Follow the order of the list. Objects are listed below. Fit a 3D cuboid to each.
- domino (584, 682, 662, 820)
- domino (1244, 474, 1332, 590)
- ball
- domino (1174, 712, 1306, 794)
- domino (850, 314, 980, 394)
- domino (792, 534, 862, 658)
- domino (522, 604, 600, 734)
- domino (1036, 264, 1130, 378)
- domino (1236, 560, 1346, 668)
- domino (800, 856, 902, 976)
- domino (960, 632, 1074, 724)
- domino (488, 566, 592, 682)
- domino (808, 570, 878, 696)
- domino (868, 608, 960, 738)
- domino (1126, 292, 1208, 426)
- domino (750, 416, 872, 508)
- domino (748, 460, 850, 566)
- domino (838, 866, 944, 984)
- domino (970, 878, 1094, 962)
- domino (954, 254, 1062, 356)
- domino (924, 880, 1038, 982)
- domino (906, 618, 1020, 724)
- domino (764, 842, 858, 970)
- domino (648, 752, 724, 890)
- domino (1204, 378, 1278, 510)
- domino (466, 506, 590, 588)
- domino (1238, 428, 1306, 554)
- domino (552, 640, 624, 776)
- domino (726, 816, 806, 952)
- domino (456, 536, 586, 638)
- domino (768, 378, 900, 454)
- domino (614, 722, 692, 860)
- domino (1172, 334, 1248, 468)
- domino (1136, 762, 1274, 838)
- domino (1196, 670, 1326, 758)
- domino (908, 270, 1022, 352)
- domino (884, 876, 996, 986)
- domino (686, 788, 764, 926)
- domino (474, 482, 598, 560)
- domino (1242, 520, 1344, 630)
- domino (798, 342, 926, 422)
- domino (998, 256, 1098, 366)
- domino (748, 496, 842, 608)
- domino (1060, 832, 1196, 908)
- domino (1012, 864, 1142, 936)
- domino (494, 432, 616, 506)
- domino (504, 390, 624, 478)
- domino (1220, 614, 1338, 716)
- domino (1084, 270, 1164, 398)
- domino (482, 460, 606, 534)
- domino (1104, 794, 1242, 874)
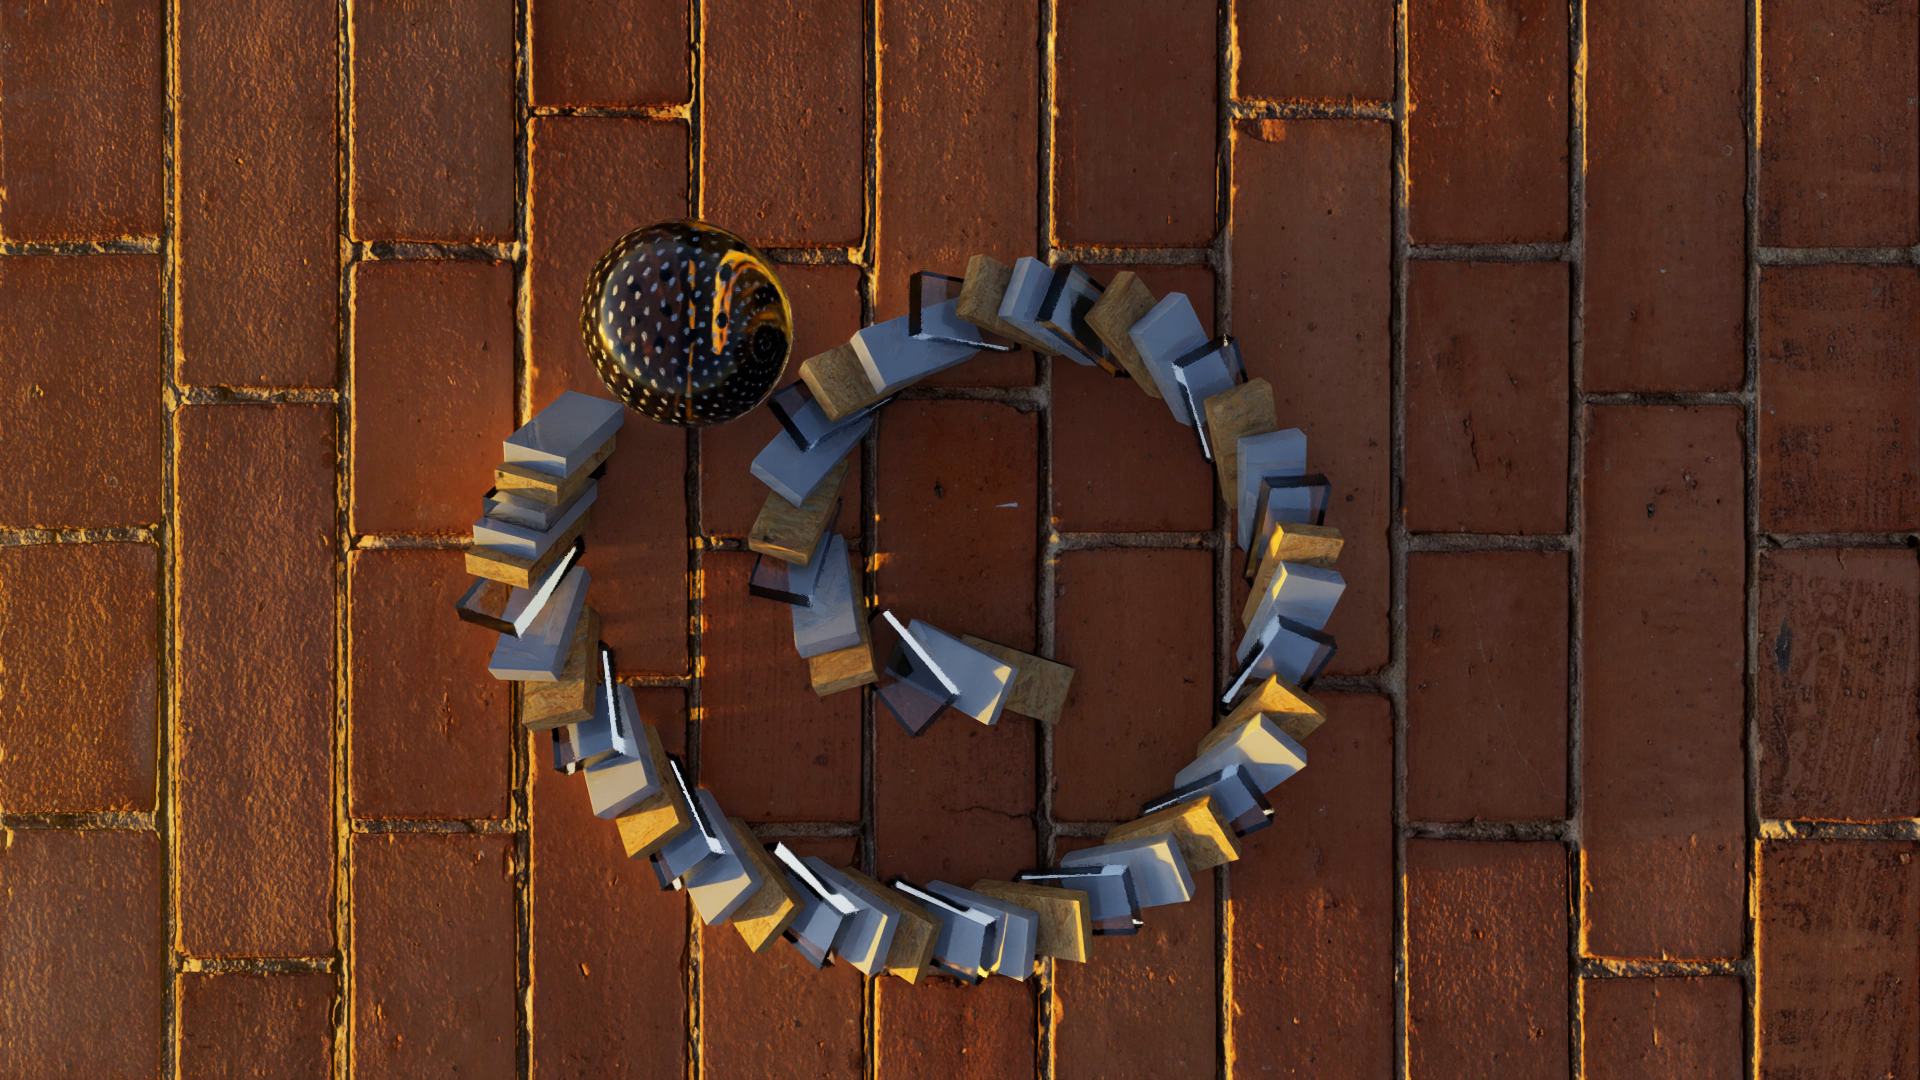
[{"bbox_3d":[-0.145,0.087,0.383,0.025,0.009,0.050,-31,59,1],"label":"domino"},{"bbox_3d":[0.136,-0.003,0.382,0.025,0.009,0.050,-3,124,-3],"label":"domino"},{"bbox_3d":[-0.106,-0.084,0.360,0.080,0.080,0.080,0,90,0],"label":"ball"},{"bbox_3d":[0.116,0.096,0.382,0.025,0.010,0.050,40,121,-2],"label":"domino"},{"bbox_3d":[-0.018,-0.081,0.383,0.050,0.009,0.025,-27,90,-30],"label":"domino"},{"bbox_3d":[-0.057,0.023,0.381,0.025,0.009,0.050,-14,54,1],"label":"domino"},{"bbox_3d":[-0.165,0.053,0.381,0.025,0.009,0.050,-14,54,1],"label":"domino"},{"bbox_3d":[0.056,-0.090,0.381,0.050,0.010,0.025,25,85,-35],"label":"domino"},{"bbox_3d":[0.137,0.034,0.381,0.025,0.009,0.050,11,122,-5],"label":"domino"},{"bbox_3d":[-0.050,0.155,0.382,0.050,0.010,0.025,19,91,33],"label":"domino"},{"bbox_3d":[0.021,0.059,0.395,0.050,0.009,0.025,18,90,0],"label":"domino"},{"bbox_3d":[-0.174,0.034,0.382,0.025,0.010,0.050,2,55,0],"label":"domino"},{"bbox_3d":[-0.051,0.038,0.381,0.025,0.010,0.050,-16,54,0],"label":"domino"},{"bbox_3d":[-0.025,0.055,0.384,0.025,0.010,0.050,-48,67,10],"label":"domino"},{"bbox_3d":[0.092,-0.075,0.382,0.025,0.010,0.050,-42,122,-5],"label":"domino"},{"bbox_3d":[-0.062,-0.040,0.383,0.025,0.009,0.050,37,60,0],"label":"domino"},{"bbox_3d":[-0.066,-0.015,0.382,0.025,0.010,0.050,17,58,3],"label":"domino"},{"bbox_3d":[-0.033,0.160,0.383,0.050,0.010,0.025,18,90,30],"label":"domino"},{"bbox_3d":[0.030,0.158,0.383,0.050,0.009,0.025,-5,92,30],"label":"domino"},{"bbox_3d":[0.024,-0.097,0.383,0.050,0.009,0.025,15,90,-32],"label":"domino"},{"bbox_3d":[0.007,0.163,0.384,0.050,0.010,0.025,6,90,30],"label":"domino"},{"bbox_3d":[-0.003,0.055,0.385,0.050,0.009,0.025,24,92,25],"label":"domino"},{"bbox_3d":[-0.067,0.151,0.382,0.050,0.009,0.025,27,94,33],"label":"domino"},{"bbox_3d":[-0.121,0.117,0.383,0.025,0.009,0.050,-38,60,0],"label":"domino"},{"bbox_3d":[0.120,-0.040,0.383,0.025,0.009,0.050,-21,121,0],"label":"domino"},{"bbox_3d":[-0.176,-0.001,0.377,0.025,0.050,0.009,15,123,0],"label":"domino"},{"bbox_3d":[0.130,-0.020,0.384,0.025,0.010,0.050,-10,120,0],"label":"domino"},{"bbox_3d":[-0.157,0.069,0.383,0.025,0.010,0.050,-20,60,0],"label":"domino"},{"bbox_3d":[-0.089,0.143,0.383,0.050,0.009,0.025,40,91,31],"label":"domino"},{"bbox_3d":[-0.180,0.015,0.379,0.025,0.009,0.050,17,47,3],"label":"domino"},{"bbox_3d":[-0.052,-0.059,0.383,0.050,0.010,0.025,-35,88,-31],"label":"domino"},{"bbox_3d":[-0.133,0.104,0.382,0.025,0.009,0.050,-35,59,2],"label":"domino"},{"bbox_3d":[0.109,-0.057,0.383,0.025,0.010,0.050,-28,121,-1],"label":"domino"},{"bbox_3d":[0.102,0.115,0.383,0.050,0.010,0.025,-35,90,30],"label":"domino"},{"bbox_3d":[0.125,0.080,0.384,0.025,0.009,0.050,36,119,0],"label":"domino"},{"bbox_3d":[0.003,-0.094,0.382,0.050,0.009,0.025,1,90,-33],"label":"domino"},{"bbox_3d":[-0.011,0.162,0.382,0.050,0.010,0.025,11,93,31],"label":"domino"},{"bbox_3d":[-0.105,0.132,0.383,0.025,0.009,0.050,-44,59,0],"label":"domino"},{"bbox_3d":[-0.173,-0.012,0.377,0.025,0.050,0.010,15,123,0],"label":"domino"},{"bbox_3d":[0.138,0.017,0.382,0.025,0.009,0.050,7,123,-3],"label":"domino"},{"bbox_3d":[-0.039,-0.071,0.382,0.050,0.010,0.025,-32,86,-30],"label":"domino"},{"bbox_3d":[0.041,-0.094,0.381,0.050,0.010,0.025,21,88,-35],"label":"domino"},{"bbox_3d":[-0.068,0.002,0.382,0.025,0.009,0.050,12,57,1],"label":"domino"},{"bbox_3d":[0.070,0.140,0.384,0.050,0.009,0.025,-23,90,29],"label":"domino"},{"bbox_3d":[0.049,0.151,0.384,0.050,0.009,0.025,-14,90,28],"label":"domino"},{"bbox_3d":[-0.165,-0.033,0.377,0.025,0.050,0.009,15,123,0],"label":"domino"},{"bbox_3d":[-0.161,-0.044,0.377,0.025,0.050,0.009,15,123,0],"label":"domino"},{"bbox_3d":[0.132,0.057,0.383,0.025,0.010,0.050,22,121,-1],"label":"domino"},{"bbox_3d":[0.076,-0.085,0.381,0.050,0.010,0.025,40,85,-33],"label":"domino"},{"bbox_3d":[-0.169,-0.023,0.377,0.025,0.050,0.010,15,123,0],"label":"domino"},{"bbox_3d":[0.088,0.127,0.383,0.050,0.010,0.025,-31,93,30],"label":"domino"}]
